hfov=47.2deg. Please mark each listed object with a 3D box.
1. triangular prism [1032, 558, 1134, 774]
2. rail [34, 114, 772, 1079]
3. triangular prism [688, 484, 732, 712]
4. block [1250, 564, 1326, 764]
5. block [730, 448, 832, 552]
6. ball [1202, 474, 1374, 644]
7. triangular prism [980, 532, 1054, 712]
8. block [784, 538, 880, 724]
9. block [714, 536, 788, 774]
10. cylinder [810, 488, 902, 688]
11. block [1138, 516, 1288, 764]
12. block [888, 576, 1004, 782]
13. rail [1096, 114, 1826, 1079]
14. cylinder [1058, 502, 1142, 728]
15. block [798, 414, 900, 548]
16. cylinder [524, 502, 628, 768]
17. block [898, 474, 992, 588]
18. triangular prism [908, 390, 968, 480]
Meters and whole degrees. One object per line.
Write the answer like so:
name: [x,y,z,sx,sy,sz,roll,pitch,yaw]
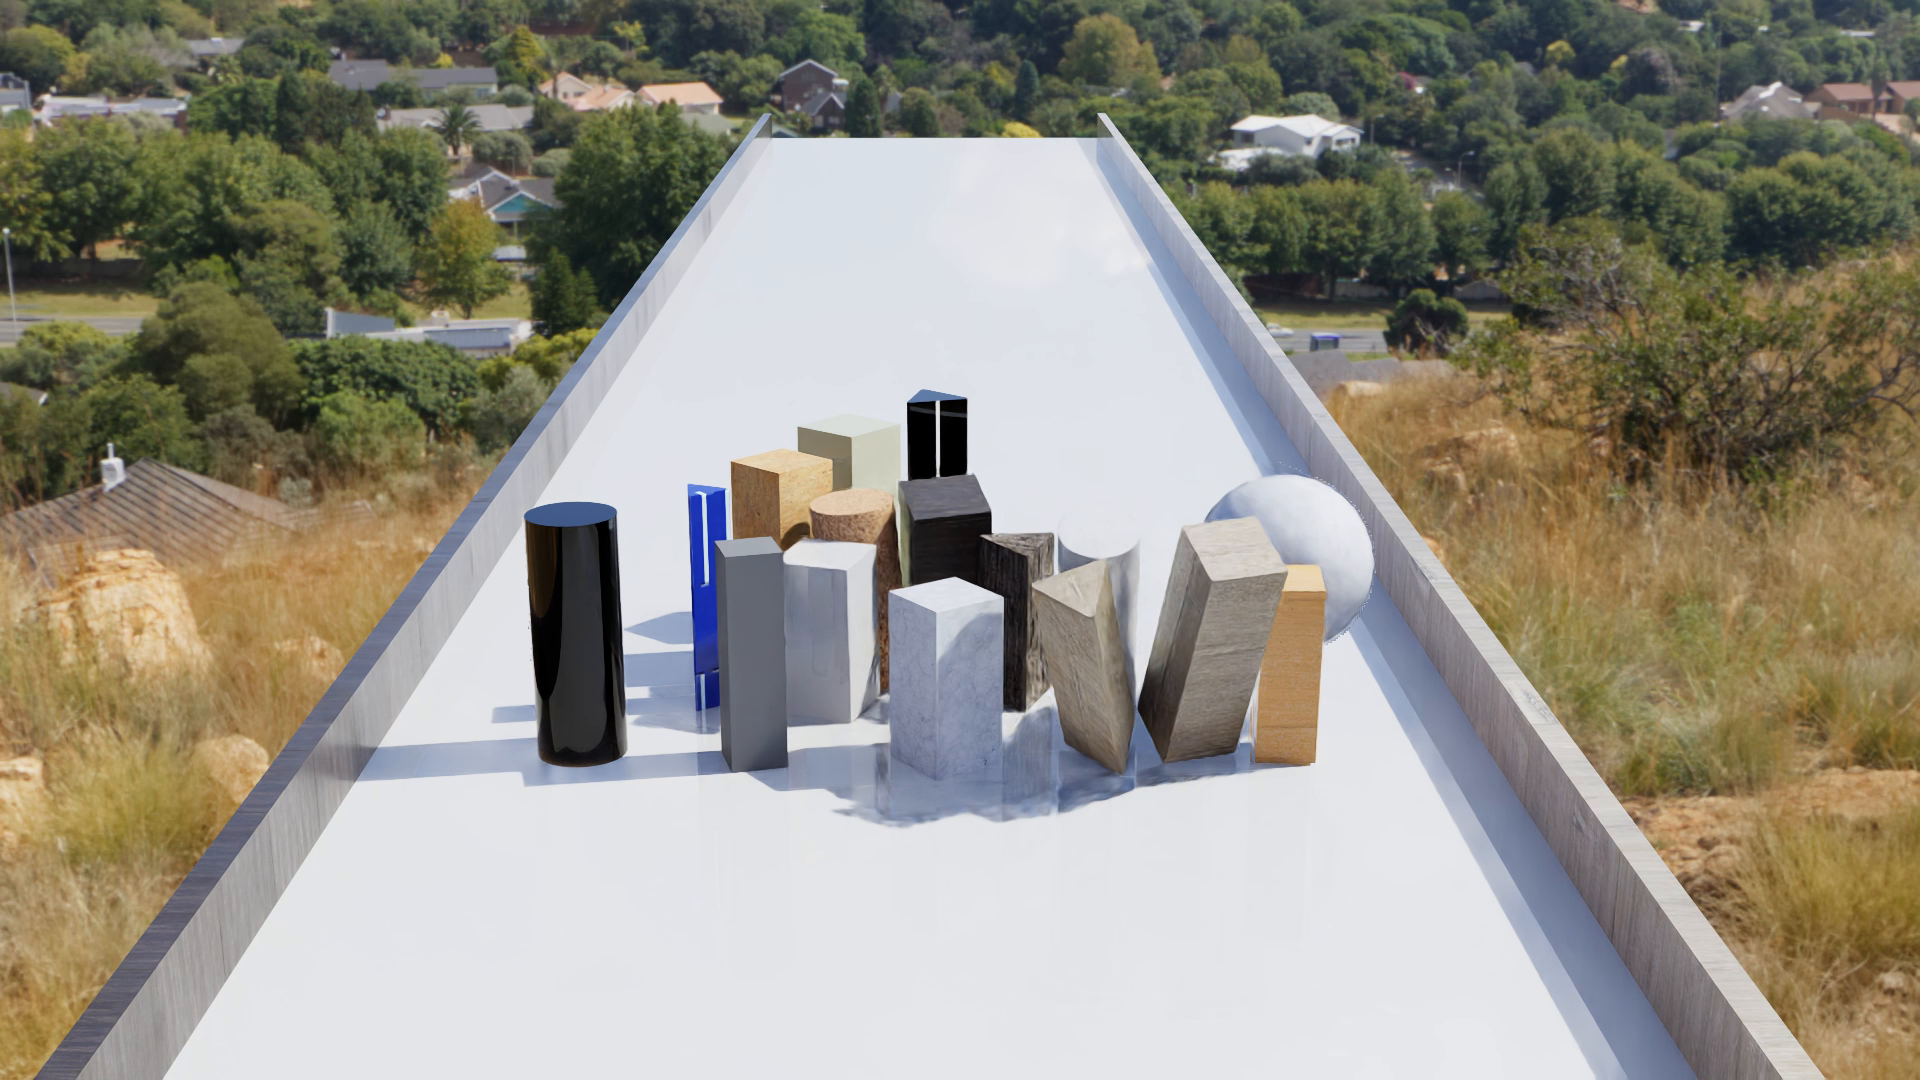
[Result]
triangular prism: [0.239,0.208,3.771,0.132,0.404,0.114,28,57,35]
rail: [-1.118,-0.838,7.780,0.050,0.150,12.000,0,17,-1]
triangular prism: [-0.484,0.105,4.137,0.087,0.420,0.075,-12,20,-35]
block: [0.575,0.219,3.869,0.106,0.341,0.106,0,25,2]
block: [-0.349,0.044,4.349,0.140,0.416,0.140,15,22,41]
ball: [0.591,0.043,4.026,0.328,0.328,0.328,0,17,0]
triangular prism: [0.127,0.145,4.171,0.121,0.314,0.140,-14,24,-35]
block: [-0.249,0.168,4.125,0.149,0.301,0.149,6,20,18]
block: [-0.365,0.201,3.855,0.100,0.396,0.100,-5,17,-16]
cylinder: [-0.191,0.095,4.255,0.161,0.358,0.161,-5,19,2]
block: [0.431,0.178,3.808,0.137,0.449,0.137,-7,45,-17]
block: [-0.024,0.242,3.871,0.143,0.309,0.143,-12,20,-34]
rail: [0.932,-0.844,7.801,0.050,0.150,12.000,0,17,-1]
cylinder: [0.244,0.153,3.867,0.142,0.455,0.142,-1,42,1]
block: [-0.230,-0.036,4.609,0.151,0.421,0.151,13,21,37]
cylinder: [-0.677,0.166,3.891,0.161,0.443,0.161,0,17,0]
block: [-0.029,0.076,4.263,0.149,0.371,0.149,-6,32,-11]
triangular prism: [-0.065,-0.123,4.916,0.137,0.413,0.118,-5,17,-17]
